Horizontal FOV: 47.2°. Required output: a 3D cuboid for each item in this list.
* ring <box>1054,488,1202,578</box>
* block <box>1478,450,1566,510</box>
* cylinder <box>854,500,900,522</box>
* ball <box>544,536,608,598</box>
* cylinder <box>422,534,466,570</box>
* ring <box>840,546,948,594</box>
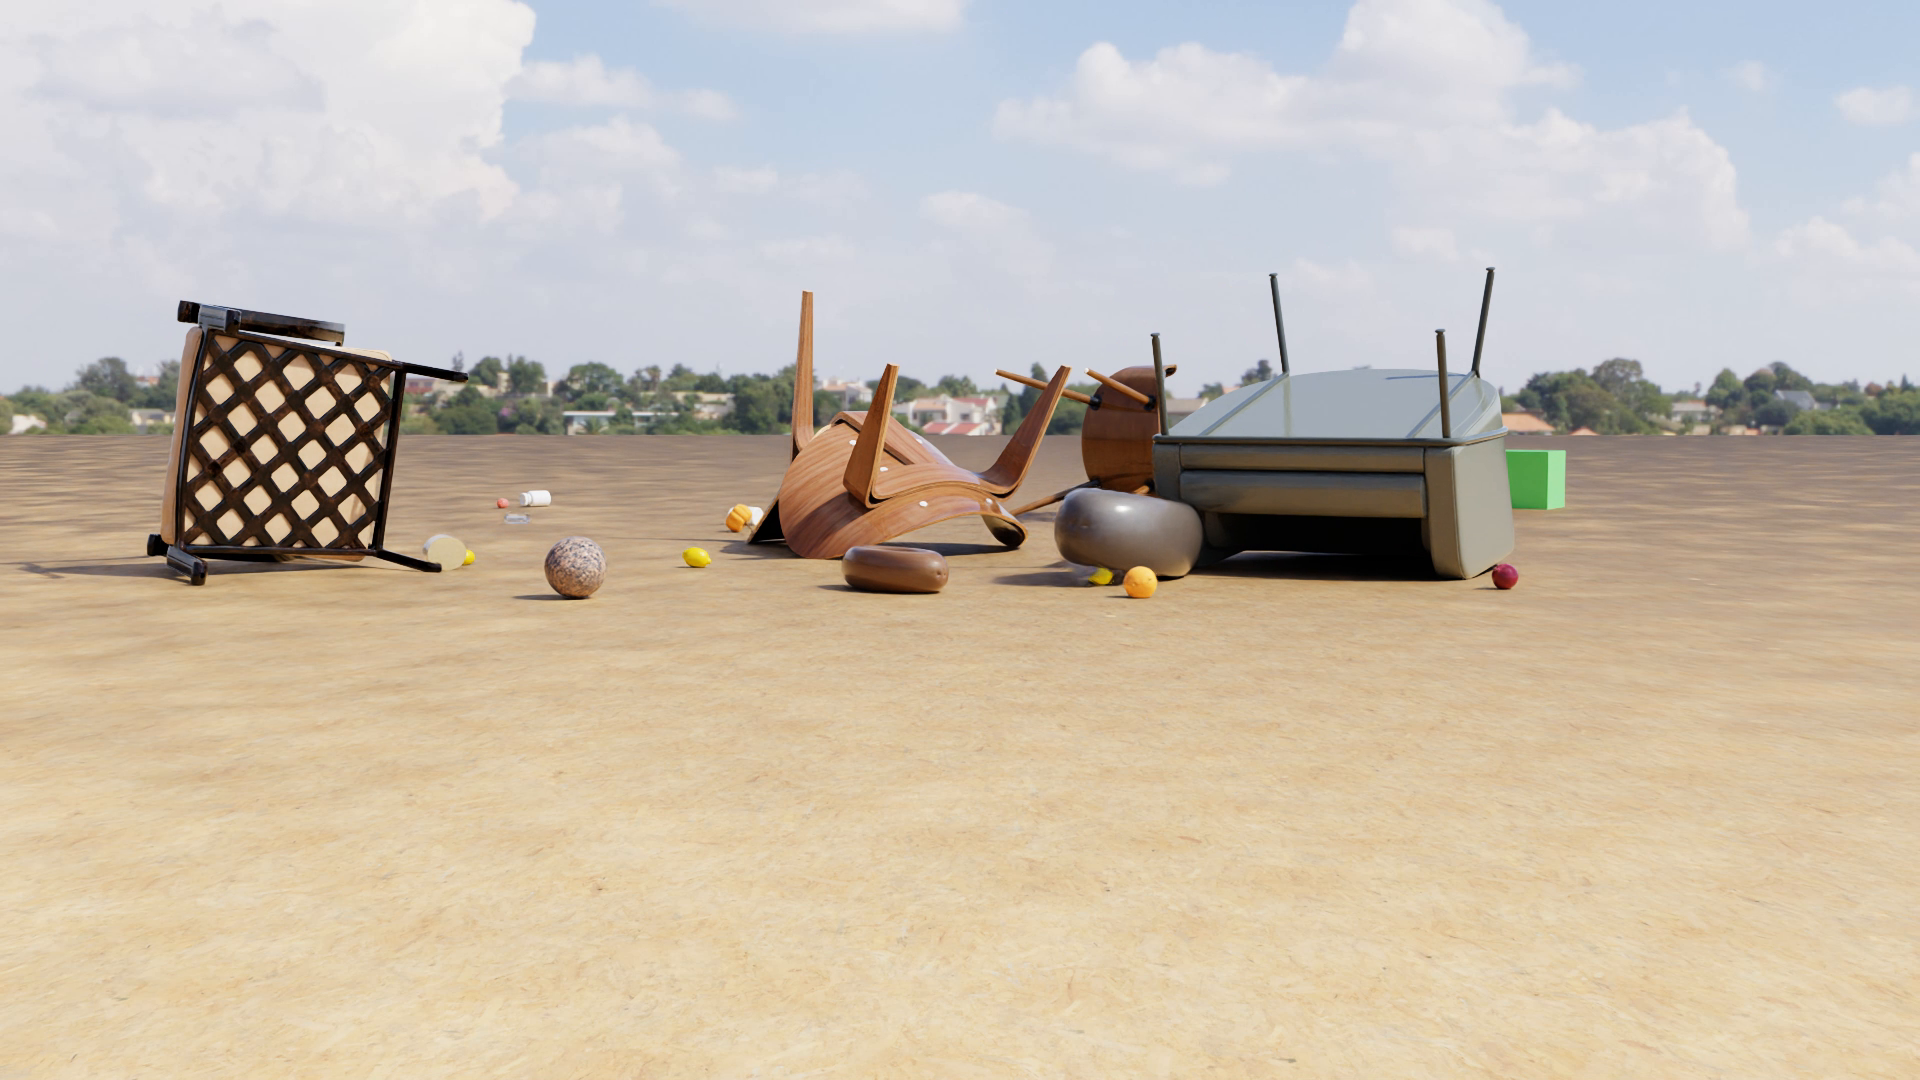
[{"bbox_3d":[0.400,-0.017,5.177,0.291,0.178,0.535,9,1,30],"label":"ring"},{"bbox_3d":[2.134,-0.232,8.355,0.268,0.215,0.210,3,5,32],"label":"block"},{"bbox_3d":[-0.282,-0.100,7.525,0.106,0.065,0.125,-7,7,-35],"label":"cylinder"},{"bbox_3d":[-0.823,0.059,4.712,0.134,0.134,0.134,0,4,0],"label":"ball"},{"bbox_3d":[-1.289,0.030,5.499,0.096,0.083,0.107,-4,5,-20],"label":"cylinder"},{"bbox_3d":[-0.147,0.066,4.910,0.166,0.094,0.311,-2,5,-44],"label":"ring"}]
